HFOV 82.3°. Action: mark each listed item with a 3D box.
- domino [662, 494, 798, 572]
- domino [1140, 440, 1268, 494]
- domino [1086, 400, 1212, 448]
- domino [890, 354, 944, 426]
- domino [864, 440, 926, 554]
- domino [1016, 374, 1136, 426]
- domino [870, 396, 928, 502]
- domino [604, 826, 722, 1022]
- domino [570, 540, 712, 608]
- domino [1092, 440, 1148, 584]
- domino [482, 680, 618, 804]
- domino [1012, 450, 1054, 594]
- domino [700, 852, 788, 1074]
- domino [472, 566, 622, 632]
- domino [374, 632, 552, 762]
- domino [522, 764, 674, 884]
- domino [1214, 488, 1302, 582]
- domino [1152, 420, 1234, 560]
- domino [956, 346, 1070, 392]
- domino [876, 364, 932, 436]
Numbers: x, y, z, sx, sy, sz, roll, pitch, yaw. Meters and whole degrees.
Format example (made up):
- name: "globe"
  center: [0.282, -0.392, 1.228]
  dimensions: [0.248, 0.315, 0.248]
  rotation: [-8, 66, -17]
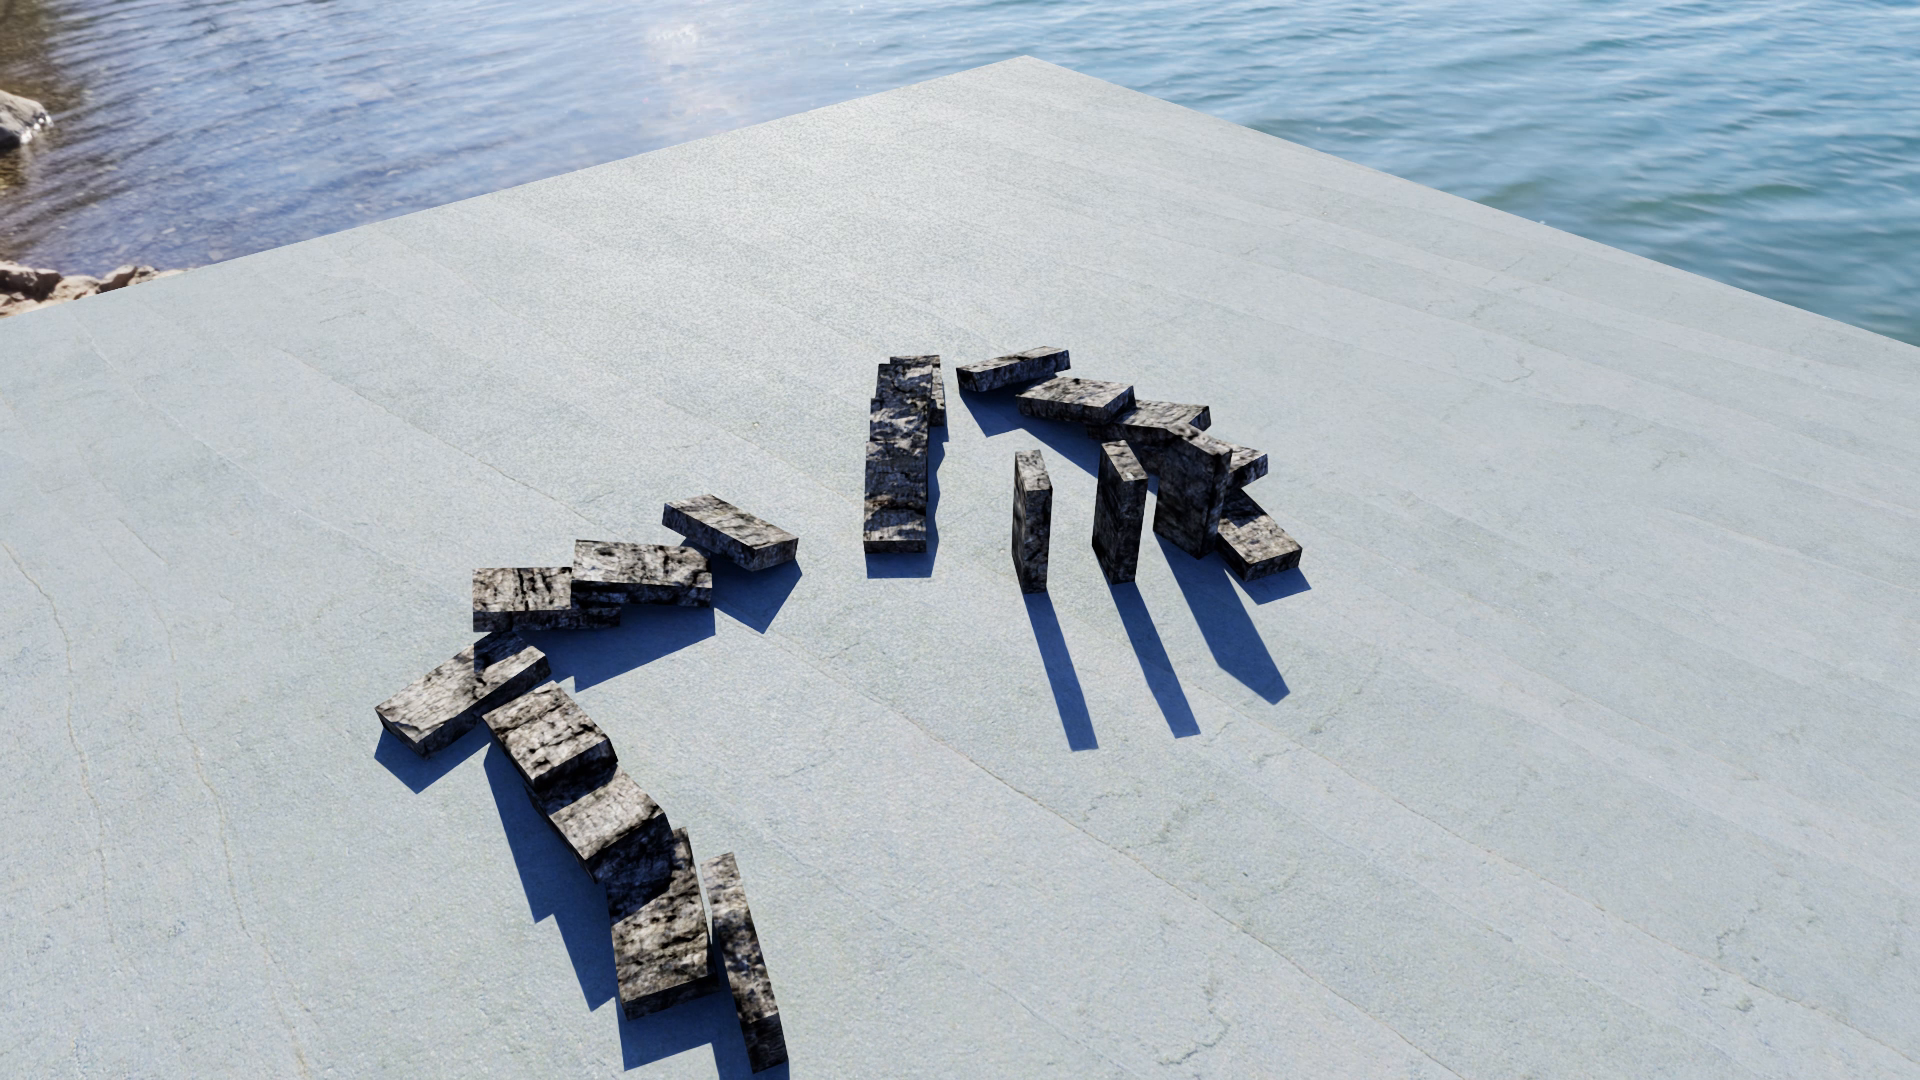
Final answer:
- name: "domino"
  center: [-0.092, -0.004, 0.441]
  dimensions: [0.050, 0.010, 0.025]
  rotation: [24, 23, 27]
- name: "domino"
  center: [0.105, -0.034, 0.475]
  dimensions: [0.025, 0.009, 0.050]
  rotation: [-26, 30, -28]
- name: "domino"
  center: [0.085, -0.053, 0.497]
  dimensions: [0.050, 0.010, 0.025]
  rotation: [12, 38, 41]
- name: "domino"
  center: [-0.021, -0.072, 0.532]
  dimensions: [0.025, 0.010, 0.050]
  rotation: [-2, 39, -3]
- name: "domino"
  center: [-0.027, -0.018, 0.454]
  dimensions: [0.025, 0.009, 0.050]
  rotation: [-1, 57, -1]
- name: "domino"
  center: [0.054, -0.066, 0.513]
  dimensions: [0.050, 0.009, 0.025]
  rotation: [14, 39, 40]
- name: "domino"
  center: [-0.027, -0.040, 0.480]
  dimensions: [0.025, 0.010, 0.050]
  rotation: [-1, 58, 0]
- name: "domino"
  center: [-0.086, 0.107, 0.312]
  dimensions: [0.025, 0.009, 0.050]
  rotation: [-13, 41, -15]
- name: "domino"
  center: [-0.121, 0.013, 0.417]
  dimensions: [0.050, 0.009, 0.025]
  rotation: [4, 34, -18]
- name: "domino"
  center: [0.061, -0.010, 0.424]
  dimensions: [0.010, 0.050, 0.025]
  rotation: [-9, 40, -10]
- name: "domino"
  center: [-0.133, 0.064, 0.355]
  dimensions: [0.025, 0.010, 0.050]
  rotation: [-28, 32, -30]
- name: "domino"
  center: [0.027, -0.007, 0.419]
  dimensions: [0.010, 0.050, 0.025]
  rotation: [-5, 40, -6]
- name: "domino"
  center: [-0.058, 0.112, 0.294]
  dimensions: [0.010, 0.025, 0.050]
  rotation: [-14, 41, -17]
- name: "domino"
  center: [-0.153, 0.021, 0.407]
  dimensions: [0.050, 0.009, 0.025]
  rotation: [0, 37, -24]
- name: "domino"
  center: [-0.171, 0.052, 0.380]
  dimensions: [0.025, 0.009, 0.050]
  rotation: [26, 46, 28]
- name: "domino"
  center: [-0.111, 0.082, 0.334]
  dimensions: [0.025, 0.010, 0.050]
  rotation: [-29, 33, -31]
- name: "domino"
  center: [0.114, -0.005, 0.449]
  dimensions: [0.025, 0.010, 0.050]
  rotation: [-15, 42, -17]
- name: "domino"
  center: [0.091, -0.019, 0.435]
  dimensions: [0.009, 0.050, 0.025]
  rotation: [-28, 47, -30]
- name: "domino"
  center: [0.026, -0.084, 0.539]
  dimensions: [0.050, 0.009, 0.025]
  rotation: [-17, 20, -19]
- name: "domino"
  center: [-0.026, -0.058, 0.502]
  dimensions: [0.025, 0.009, 0.050]
  rotation: [2, 58, 2]
